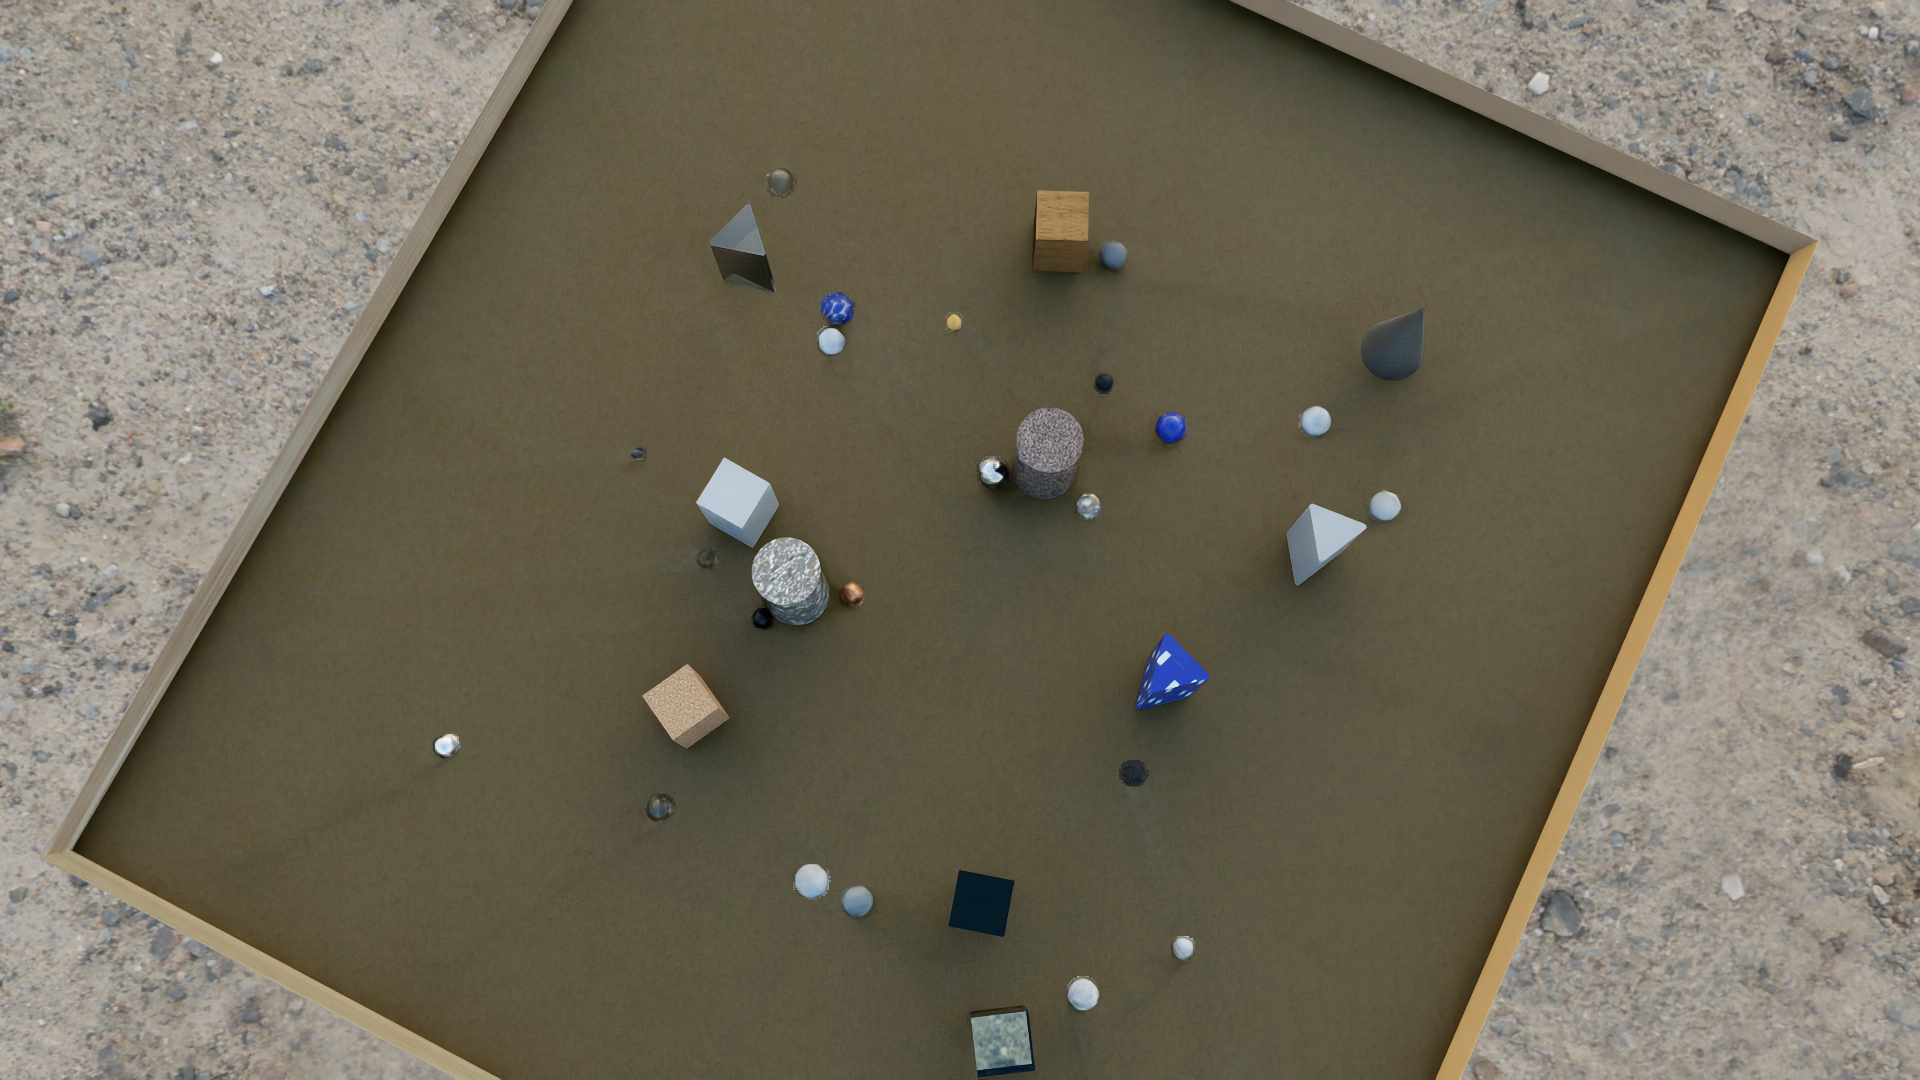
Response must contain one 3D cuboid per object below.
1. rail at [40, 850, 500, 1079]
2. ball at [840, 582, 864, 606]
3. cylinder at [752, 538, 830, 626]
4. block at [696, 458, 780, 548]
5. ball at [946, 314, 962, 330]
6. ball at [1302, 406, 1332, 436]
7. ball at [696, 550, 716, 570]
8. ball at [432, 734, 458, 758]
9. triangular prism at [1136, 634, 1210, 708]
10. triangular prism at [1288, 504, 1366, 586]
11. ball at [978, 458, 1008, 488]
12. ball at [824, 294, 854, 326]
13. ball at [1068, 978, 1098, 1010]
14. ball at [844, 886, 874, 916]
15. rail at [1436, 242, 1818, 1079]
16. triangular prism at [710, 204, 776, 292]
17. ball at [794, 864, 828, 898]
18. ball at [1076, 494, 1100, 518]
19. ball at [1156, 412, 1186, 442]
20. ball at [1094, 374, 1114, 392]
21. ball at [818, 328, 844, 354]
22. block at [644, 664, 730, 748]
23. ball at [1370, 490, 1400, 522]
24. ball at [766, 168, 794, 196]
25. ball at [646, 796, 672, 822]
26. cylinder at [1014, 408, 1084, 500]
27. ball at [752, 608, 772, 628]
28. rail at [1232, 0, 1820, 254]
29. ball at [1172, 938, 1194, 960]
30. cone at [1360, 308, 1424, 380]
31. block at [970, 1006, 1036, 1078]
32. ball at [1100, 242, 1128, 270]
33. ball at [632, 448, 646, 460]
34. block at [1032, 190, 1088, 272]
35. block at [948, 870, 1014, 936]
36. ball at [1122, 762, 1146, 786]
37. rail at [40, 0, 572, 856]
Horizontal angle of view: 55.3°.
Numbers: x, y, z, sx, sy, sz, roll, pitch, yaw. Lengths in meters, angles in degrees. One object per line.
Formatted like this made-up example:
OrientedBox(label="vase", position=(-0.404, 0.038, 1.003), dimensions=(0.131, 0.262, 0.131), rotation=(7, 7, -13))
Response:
OrientedBox(label="rail", position=(-0.898, 1.766, 5.185), dimensions=(3.922, 0.127, 0.045), rotation=(26, 80, 5))
OrientedBox(label="ball", position=(-0.328, 0.164, 5.547), dimensions=(0.070, 0.070, 0.070), rotation=(0, 78, 0))
OrientedBox(label="cylinder", position=(-0.496, 0.126, 5.403), dimensions=(0.196, 0.367, 0.196), rotation=(0, 78, 0))
OrientedBox(label="block", position=(-0.663, -0.108, 5.493), dimensions=(0.157, 0.286, 0.157), rotation=(29, 80, 6))
OrientedBox(label="ball", position=(-0.018, -0.681, 5.733), dimensions=(0.049, 0.049, 0.049), rotation=(0, 78, 0))
OrientedBox(label="ball", position=(1.097, -0.366, 5.646), dimensions=(0.091, 0.091, 0.091), rotation=(0, 78, 0))
OrientedBox(label="ball", position=(-0.770, 0.058, 5.574), dimensions=(0.061, 0.061, 0.061), rotation=(0, 78, 0))
OrientedBox(label="ball", position=(-1.531, 0.612, 5.452), dimensions=(0.073, 0.073, 0.073), rotation=(0, 78, 0))
OrientedBox(label="triangular prism", position=(0.593, 0.375, 5.314), dimensions=(0.170, 0.440, 0.147), rotation=(-13, 79, -3))
OrientedBox(label="triangular prism", position=(1.049, -0.007, 5.423), dimensions=(0.170, 0.381, 0.147), rotation=(-37, 81, -7))
OrientedBox(label="ball", position=(0.102, -0.204, 5.611), dimensions=(0.094, 0.094, 0.094), rotation=(0, 78, 0))
OrientedBox(label="ball", position=(-0.379, -0.718, 5.717), dimensions=(0.095, 0.095, 0.095), rotation=(0, 78, 0))
OrientedBox(label="ball", position=(0.356, 1.314, 5.299), dimensions=(0.089, 0.089, 0.089), rotation=(0, 78, 0))
OrientedBox(label="ball", position=(-0.297, 1.055, 5.354), dimensions=(0.087, 0.087, 0.087), rotation=(0, 78, 0))
OrientedBox(label="rail", position=(1.733, 0.855, 5.373), dimensions=(0.045, 0.127, 4.065), rotation=(26, 80, 5))
OrientedBox(label="triangular prism", position=(-0.648, -0.903, 5.634), dimensions=(0.170, 0.331, 0.147), rotation=(12, 79, 2))
OrientedBox(label="ball", position=(-0.435, 0.996, 5.360), dimensions=(0.098, 0.098, 0.098), rotation=(0, 78, 0))
OrientedBox(label="ball", position=(0.393, -0.105, 5.600), dimensions=(0.075, 0.075, 0.075), rotation=(0, 78, 0))
OrientedBox(label="ball", position=(0.649, -0.347, 5.641), dimensions=(0.093, 0.093, 0.093), rotation=(0, 78, 0))
OrientedBox(label="ball", position=(0.448, -0.490, 5.689), dimensions=(0.057, 0.057, 0.057), rotation=(0, 78, 0))
OrientedBox(label="ball", position=(-0.400, -0.618, 5.702), dimensions=(0.083, 0.083, 0.083), rotation=(0, 78, 0))
OrientedBox(label="block", position=(-0.801, 0.491, 5.377), dimensions=(0.157, 0.270, 0.157), rotation=(-35, 80, -7))
OrientedBox(label="ball", position=(1.297, -0.104, 5.591), dimensions=(0.092, 0.092, 0.092), rotation=(0, 78, 0))
OrientedBox(label="ball", position=(-0.569, -1.136, 5.807), dimensions=(0.088, 0.088, 0.088), rotation=(0, 78, 0))
OrientedBox(label="ball", position=(-0.888, 0.793, 5.413), dimensions=(0.077, 0.077, 0.077), rotation=(0, 78, 0))
OrientedBox(label="cylinder", position=(0.262, -0.256, 5.494), dimensions=(0.196, 0.345, 0.196), rotation=(0, 78, 0))
OrientedBox(label="ball", position=(-0.598, 0.236, 5.537), dimensions=(0.060, 0.060, 0.060), rotation=(0, 78, 0))
OrientedBox(label="rail", position=(0.898, -1.753, 5.913), dimensions=(3.922, 0.127, 0.045), rotation=(26, 80, 5))
OrientedBox(label="ball", position=(0.650, 1.190, 5.339), dimensions=(0.062, 0.062, 0.062), rotation=(0, 78, 0))
OrientedBox(label="cone", position=(1.353, -0.635, 5.538), dimensions=(0.196, 0.411, 0.196), rotation=(0, 78, 0))
OrientedBox(label="block", position=(0.117, 1.403, 5.143), dimensions=(0.157, 0.359, 0.157), rotation=(-6, 78, -1))
OrientedBox(label="ball", position=(0.483, -0.894, 5.756), dimensions=(0.088, 0.088, 0.088), rotation=(0, 78, 0))
OrientedBox(label="ball", position=(-0.991, -0.265, 5.650), dimensions=(0.042, 0.042, 0.042), rotation=(0, 78, 0))
OrientedBox(label="block", position=(0.310, -0.953, 5.674), dimensions=(0.157, 0.274, 0.157), rotation=(2, 78, 0))
OrientedBox(label="block", position=(0.060, 1.042, 5.250), dimensions=(0.157, 0.296, 0.157), rotation=(11, 79, 2))
OrientedBox(label="ball", position=(0.516, 0.695, 5.435), dimensions=(0.074, 0.074, 0.074), rotation=(0, 78, 0))
OrientedBox(label="rail", position=(-1.733, -0.842, 5.725), dimensions=(0.045, 0.127, 4.065), rotation=(26, 80, 5))
